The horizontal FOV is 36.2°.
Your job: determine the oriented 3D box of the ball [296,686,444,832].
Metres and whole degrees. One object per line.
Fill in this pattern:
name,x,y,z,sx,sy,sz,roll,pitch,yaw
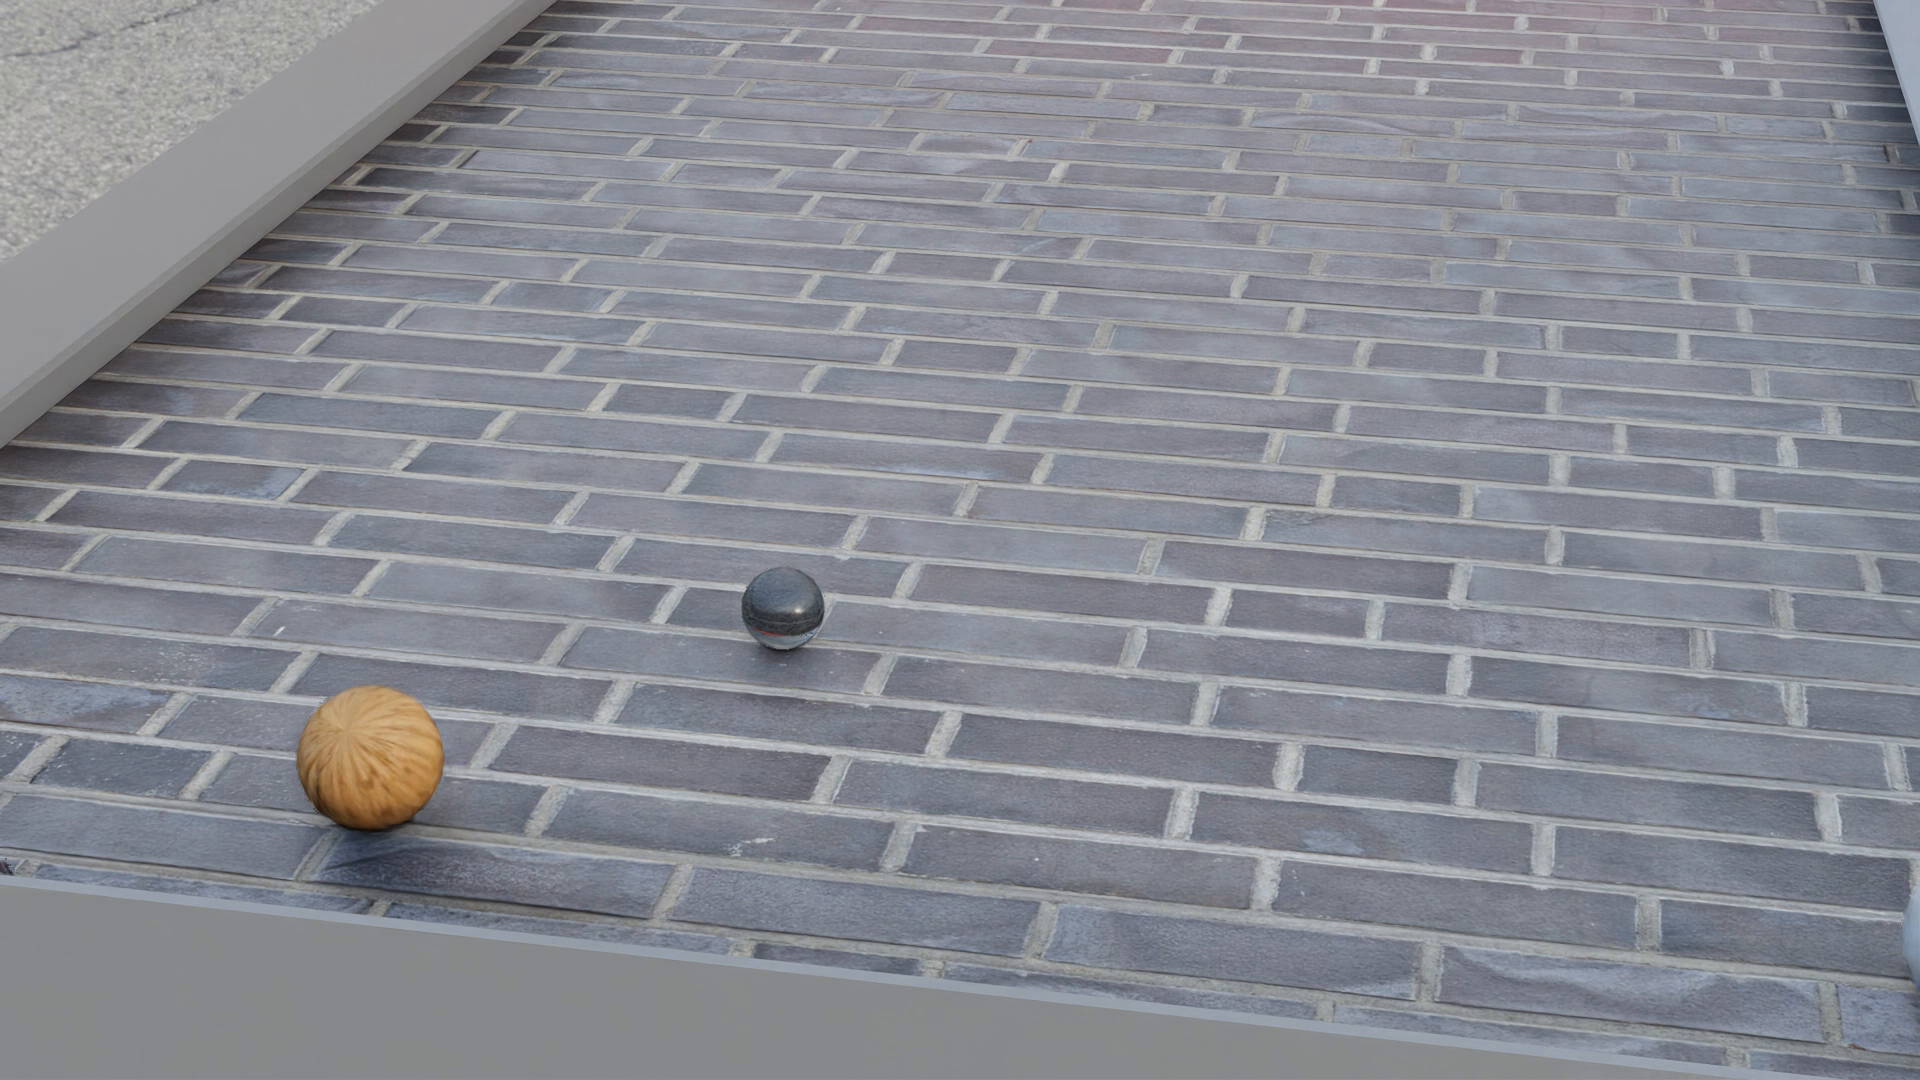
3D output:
ball,-0.328,0.122,1.638,0.080,0.080,0.080,0,25,0

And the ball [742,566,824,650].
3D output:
ball,-0.111,0.043,1.839,0.052,0.052,0.052,0,25,0

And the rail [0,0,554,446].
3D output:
rail,-0.565,-0.358,2.603,0.045,0.126,2.589,5,26,10

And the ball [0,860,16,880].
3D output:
ball,-0.518,0.185,1.549,0.041,0.041,0.041,0,25,0

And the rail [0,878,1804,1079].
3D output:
rail,-0.121,0.231,1.351,1.456,0.126,0.045,5,26,10

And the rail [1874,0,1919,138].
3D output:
rail,0.817,-0.241,2.355,0.045,0.126,2.589,5,26,10

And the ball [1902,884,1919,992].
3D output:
ball,0.516,0.199,1.461,0.092,0.092,0.092,0,25,0
